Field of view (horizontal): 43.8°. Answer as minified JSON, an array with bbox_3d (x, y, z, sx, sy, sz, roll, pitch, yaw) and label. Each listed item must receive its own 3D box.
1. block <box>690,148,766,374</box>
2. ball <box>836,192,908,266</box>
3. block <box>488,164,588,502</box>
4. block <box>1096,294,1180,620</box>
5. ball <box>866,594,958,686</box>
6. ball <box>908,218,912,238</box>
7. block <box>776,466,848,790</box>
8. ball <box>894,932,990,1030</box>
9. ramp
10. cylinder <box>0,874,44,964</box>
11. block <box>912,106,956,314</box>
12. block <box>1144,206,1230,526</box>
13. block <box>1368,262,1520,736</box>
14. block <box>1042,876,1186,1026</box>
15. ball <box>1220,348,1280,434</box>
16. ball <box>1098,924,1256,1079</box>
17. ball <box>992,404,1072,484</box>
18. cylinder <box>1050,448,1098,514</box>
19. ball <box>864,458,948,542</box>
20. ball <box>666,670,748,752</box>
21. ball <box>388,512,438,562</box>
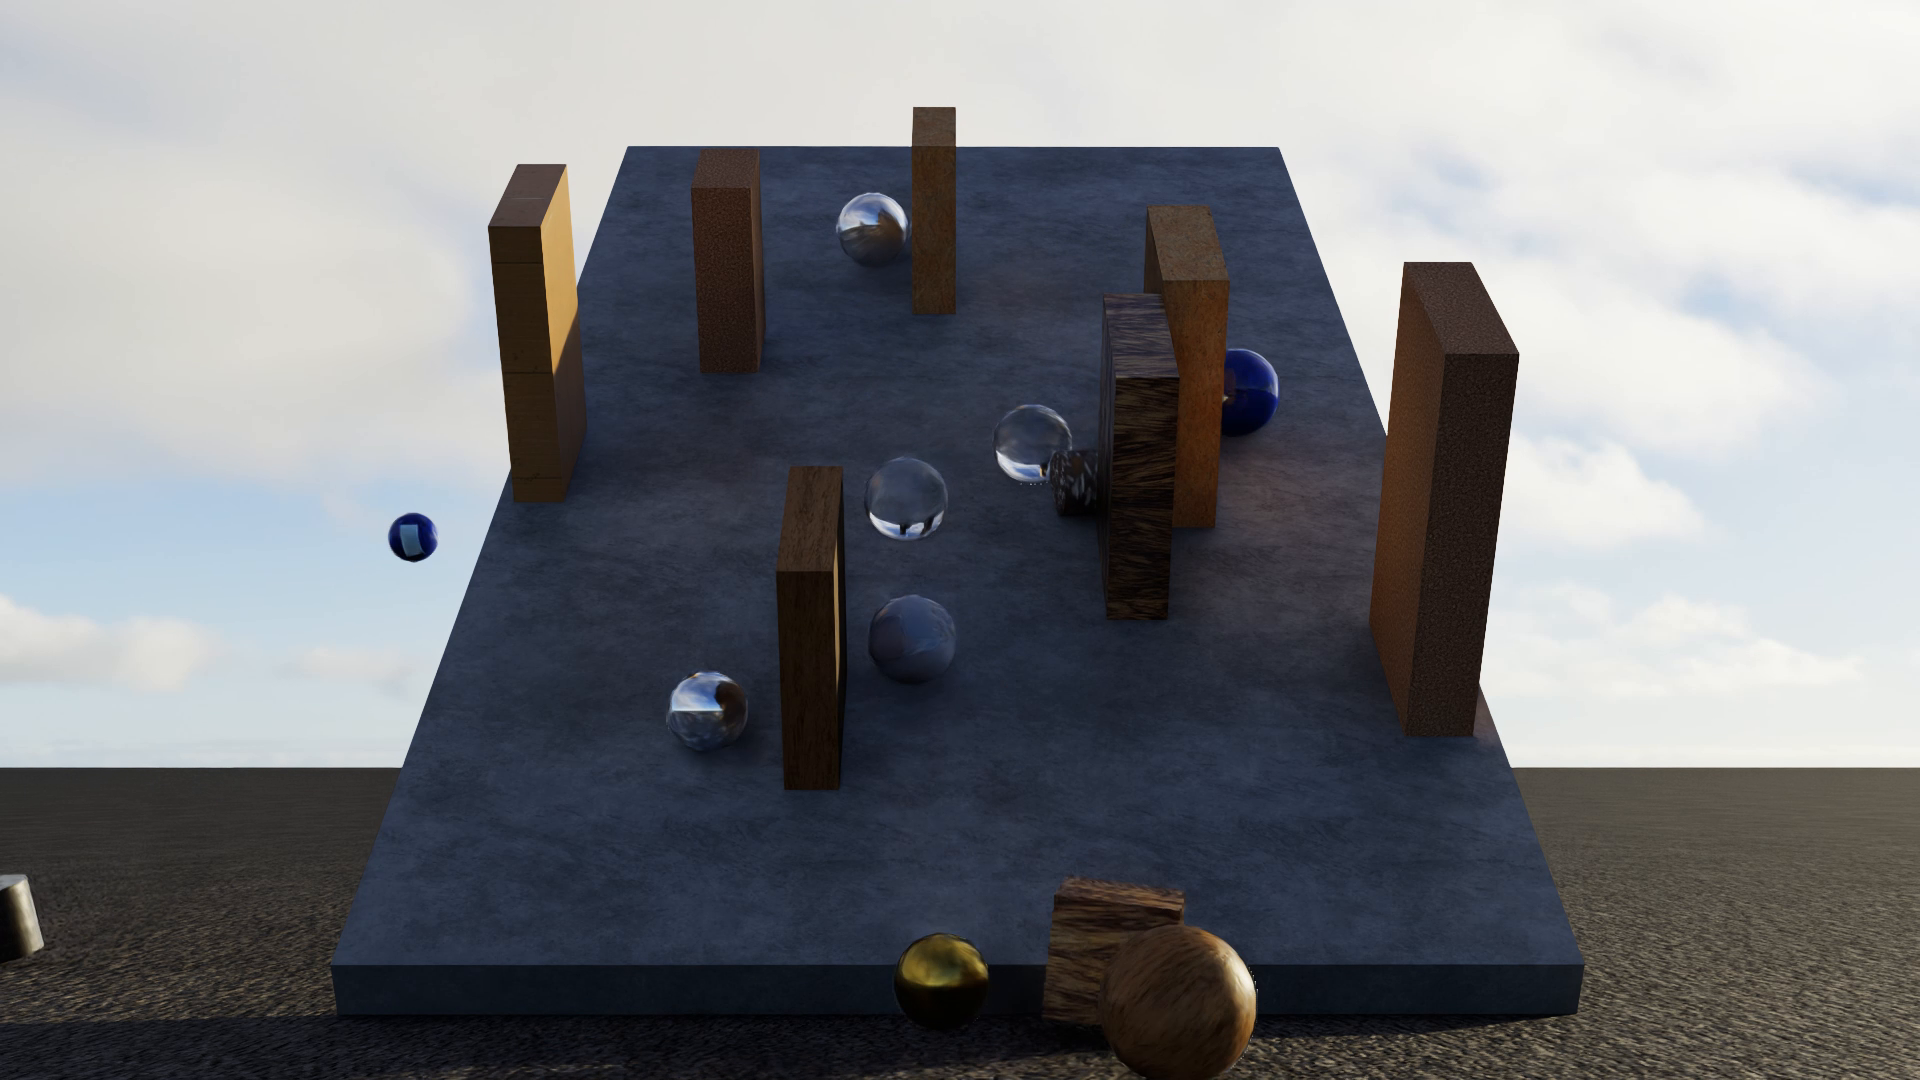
[{"bbox_3d":[-0.564,-0.684,5.844,0.141,0.476,0.280,0,28,0],"label":"block"},{"bbox_3d":[-0.235,-0.837,6.430,0.195,0.195,0.195,0,-5,0],"label":"ball"},{"bbox_3d":[-0.921,-0.456,5.243,0.109,0.639,0.386,0,28,0],"label":"block"},{"bbox_3d":[0.354,-0.173,4.836,0.121,0.531,0.419,0,28,0],"label":"block"},{"bbox_3d":[-0.091,0.190,4.536,0.172,0.172,0.172,0,-5,0],"label":"ball"},{"bbox_3d":[-0.074,-0.853,6.528,0.131,0.131,0.131,0,-5,0],"label":"ball"},{"bbox_3d":[-0.264,0.154,4.314,0.097,0.443,0.400,0,28,0],"label":"block"},{"bbox_3d":[-0.028,0.672,3.638,0.146,0.146,0.146,0,-5,0],"label":"ball"},{"bbox_3d":[-0.012,-0.222,5.594,2.000,0.100,4.000,0,28,0],"label":"ramp"},{"bbox_3d":[-1.927,0.761,4.782,0.144,0.144,0.144,-11,9,2],"label":"cylinder"},{"bbox_3d":[-0.067,-0.856,6.195,0.111,0.452,0.314,0,28,0],"label":"block"},{"bbox_3d":[0.479,-0.382,5.189,0.136,0.567,0.441,0,28,0],"label":"block"},{"bbox_3d":[0.882,-0.076,4.406,0.126,0.768,0.423,0,28,0],"label":"block"},{"bbox_3d":[0.231,0.613,3.545,0.182,0.182,0.182,6,2,8],"label":"block"},{"bbox_3d":[0.638,-0.342,5.506,0.199,0.199,0.199,0,-5,0],"label":"ball"},{"bbox_3d":[0.275,0.588,3.025,0.200,0.200,0.200,0,-5,0],"label":"ball"},{"bbox_3d":[0.160,-0.213,5.286,0.177,0.177,0.177,0,-5,0],"label":"ball"},{"bbox_3d":[0.278,-0.129,5.172,0.137,0.137,0.137,-6,-4,-11],"label":"cylinder"},{"bbox_3d":[-0.114,-0.086,5.045,0.178,0.178,0.178,0,-5,0],"label":"ball"},{"bbox_3d":[-0.458,0.310,4.335,0.147,0.147,0.147,0,-5,0],"label":"ball"},{"bbox_3d":[-1.238,-0.006,5.407,0.113,0.113,0.113,0,-5,0],"label":"ball"}]
